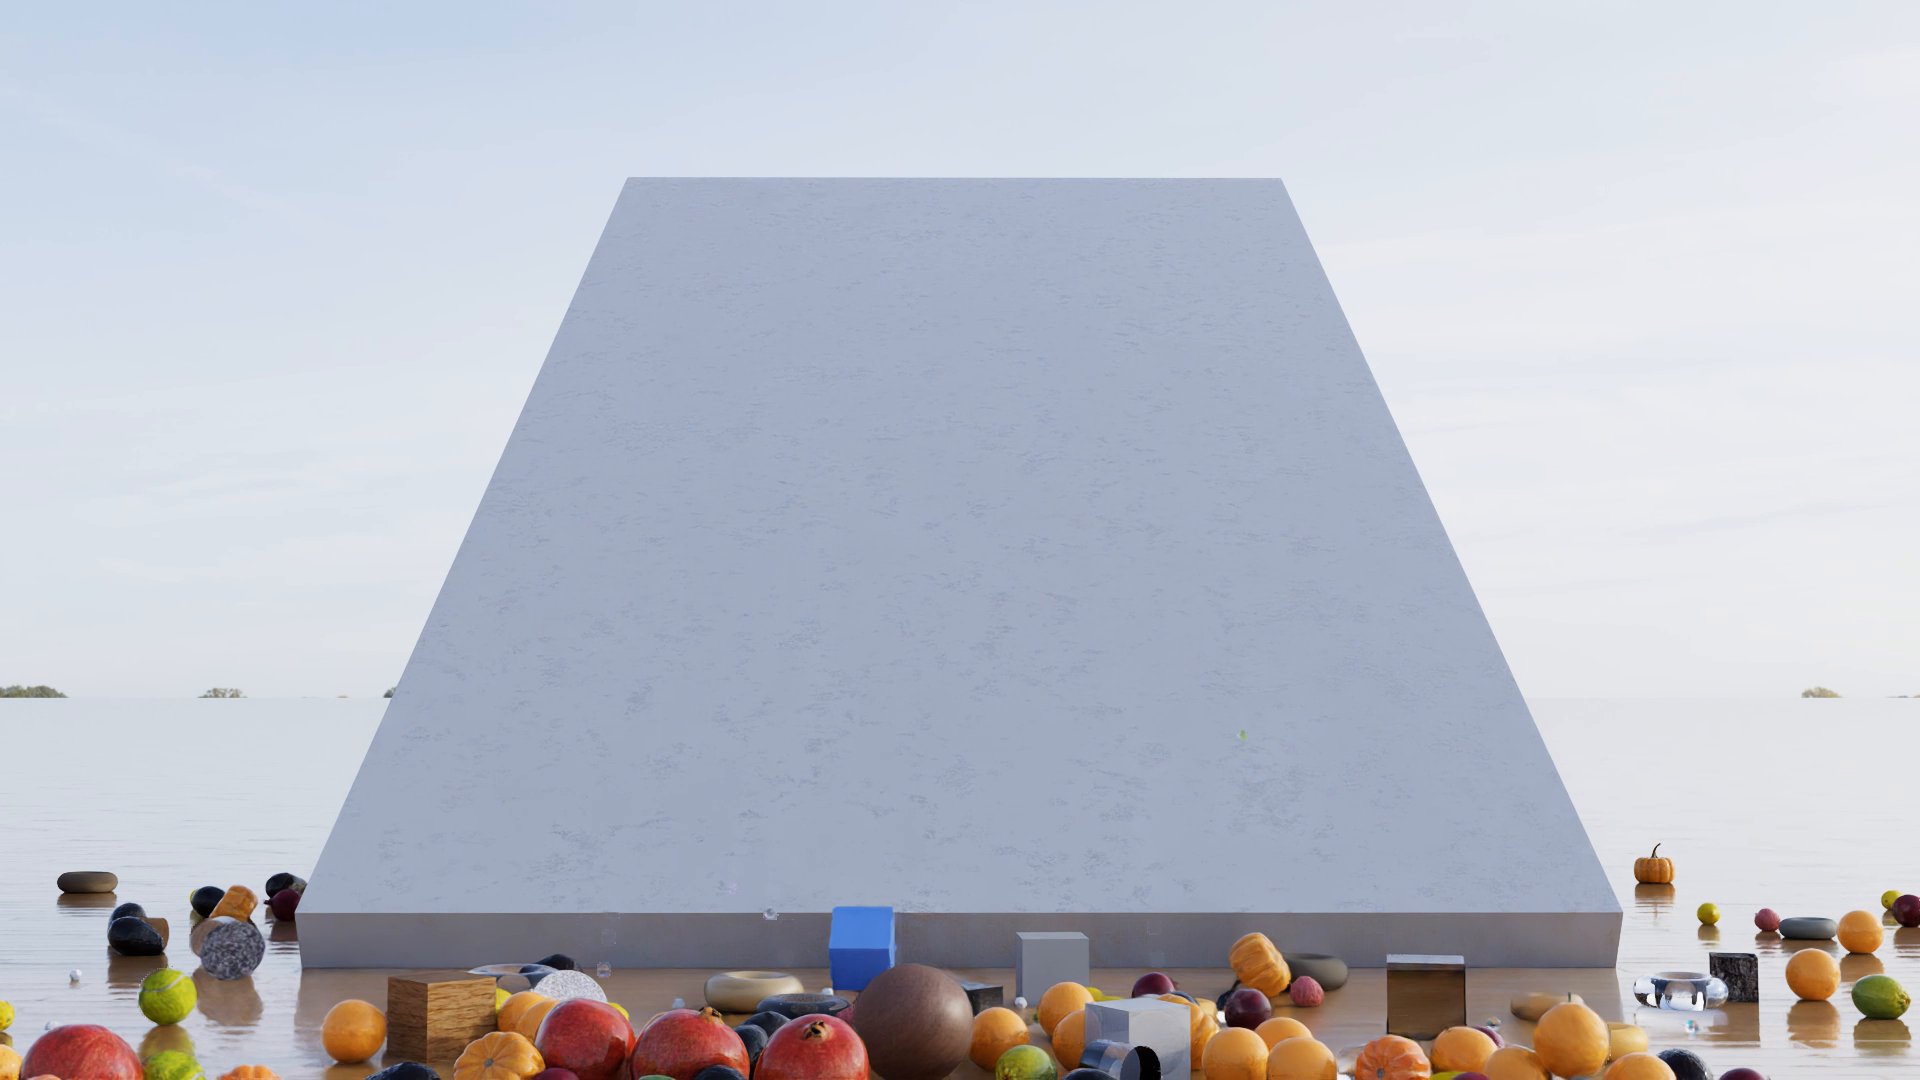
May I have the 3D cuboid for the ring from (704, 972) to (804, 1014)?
[{"bbox_3d":[-0.274,0.600,3.102,0.134,0.045,0.134,1,-4,0],"label":"ring"}]

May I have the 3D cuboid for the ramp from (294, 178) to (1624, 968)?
[{"bbox_3d":[-0.009,-0.229,5.353,2.000,0.100,4.000,0,25,0],"label":"ramp"}]

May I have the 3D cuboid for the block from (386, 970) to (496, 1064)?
[{"bbox_3d":[-0.601,0.552,2.708,0.090,0.090,0.090,3,-5,-43],"label":"block"}]

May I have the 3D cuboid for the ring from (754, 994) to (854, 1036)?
[{"bbox_3d":[-0.193,0.588,2.897,0.123,0.041,0.123,1,-3,0],"label":"ring"}]

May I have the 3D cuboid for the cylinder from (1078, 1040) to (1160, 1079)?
[{"bbox_3d":[0.164,0.546,2.401,0.060,0.060,0.060,3,-5,-42],"label":"cylinder"}]

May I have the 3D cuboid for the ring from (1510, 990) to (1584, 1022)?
[{"bbox_3d":[0.757,0.601,3.013,0.094,0.031,0.094,-1,-5,0],"label":"ring"}]

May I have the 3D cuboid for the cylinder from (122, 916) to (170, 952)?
[{"bbox_3d":[-1.320,0.639,3.786,0.054,0.054,0.054,-4,-4,8],"label":"cylinder"}]

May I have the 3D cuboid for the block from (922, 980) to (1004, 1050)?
[{"bbox_3d":[0.003,0.567,2.788,0.069,0.069,0.069,3,-5,-40],"label":"block"}]

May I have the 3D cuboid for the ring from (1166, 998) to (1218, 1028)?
[{"bbox_3d":[0.281,0.597,2.949,0.092,0.031,0.092,-1,-4,0],"label":"ring"}]

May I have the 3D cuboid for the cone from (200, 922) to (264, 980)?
[{"bbox_3d":[-1.069,0.625,3.462,0.092,0.092,0.092,0,-30,-5],"label":"cone"}]

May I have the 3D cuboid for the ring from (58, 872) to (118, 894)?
[{"bbox_3d":[-1.835,0.720,4.916,0.121,0.040,0.121,1,-4,0],"label":"ring"}]

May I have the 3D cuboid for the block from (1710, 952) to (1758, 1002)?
[{"bbox_3d":[1.059,0.598,3.199,0.060,0.060,0.060,-1,-4,14],"label":"block"}]

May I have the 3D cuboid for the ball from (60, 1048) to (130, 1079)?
[{"bbox_3d":[-0.857,0.537,2.314,0.067,0.067,0.067,0,-4,0],"label":"ball"}]

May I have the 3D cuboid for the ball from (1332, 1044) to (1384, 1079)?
[{"bbox_3d":[0.416,0.553,2.440,0.053,0.053,0.053,0,-4,0],"label":"ball"}]

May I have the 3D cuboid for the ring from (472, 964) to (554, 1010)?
[{"bbox_3d":[-0.602,0.601,3.148,0.143,0.048,0.143,0,-2,0],"label":"ring"}]

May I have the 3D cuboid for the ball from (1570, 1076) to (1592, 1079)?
[{"bbox_3d":[0.598,0.541,2.244,0.050,0.050,0.050,0,-4,0],"label":"ball"}]

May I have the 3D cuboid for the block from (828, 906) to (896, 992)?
[{"bbox_3d":[-0.137,0.575,3.288,0.084,0.084,0.084,0,35,3],"label":"block"}]

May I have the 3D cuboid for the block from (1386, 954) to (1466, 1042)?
[{"bbox_3d":[0.570,0.560,2.861,0.093,0.093,0.093,-1,-4,10],"label":"block"}]

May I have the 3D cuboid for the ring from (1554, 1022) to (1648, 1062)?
[{"bbox_3d":[0.740,0.579,2.697,0.105,0.035,0.105,-1,-4,0],"label":"ring"}]

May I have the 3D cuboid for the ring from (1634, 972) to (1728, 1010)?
[{"bbox_3d":[0.965,0.603,3.128,0.123,0.041,0.123,-1,-2,0],"label":"ring"}]

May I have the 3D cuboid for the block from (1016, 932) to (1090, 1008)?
[{"bbox_3d":[0.125,0.581,3.165,0.090,0.090,0.090,0,-4,-4],"label":"block"}]

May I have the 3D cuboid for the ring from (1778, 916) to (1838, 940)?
[{"bbox_3d":[1.450,0.664,3.994,0.097,0.032,0.097,-1,-4,0],"label":"ring"}]

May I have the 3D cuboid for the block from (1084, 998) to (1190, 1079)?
[{"bbox_3d":[0.192,0.544,2.530,0.082,0.082,0.082,2,-4,-32],"label":"block"}]

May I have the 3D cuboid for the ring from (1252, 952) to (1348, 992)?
[{"bbox_3d":[0.483,0.614,3.321,0.135,0.045,0.135,1,-4,0],"label":"ring"}]
